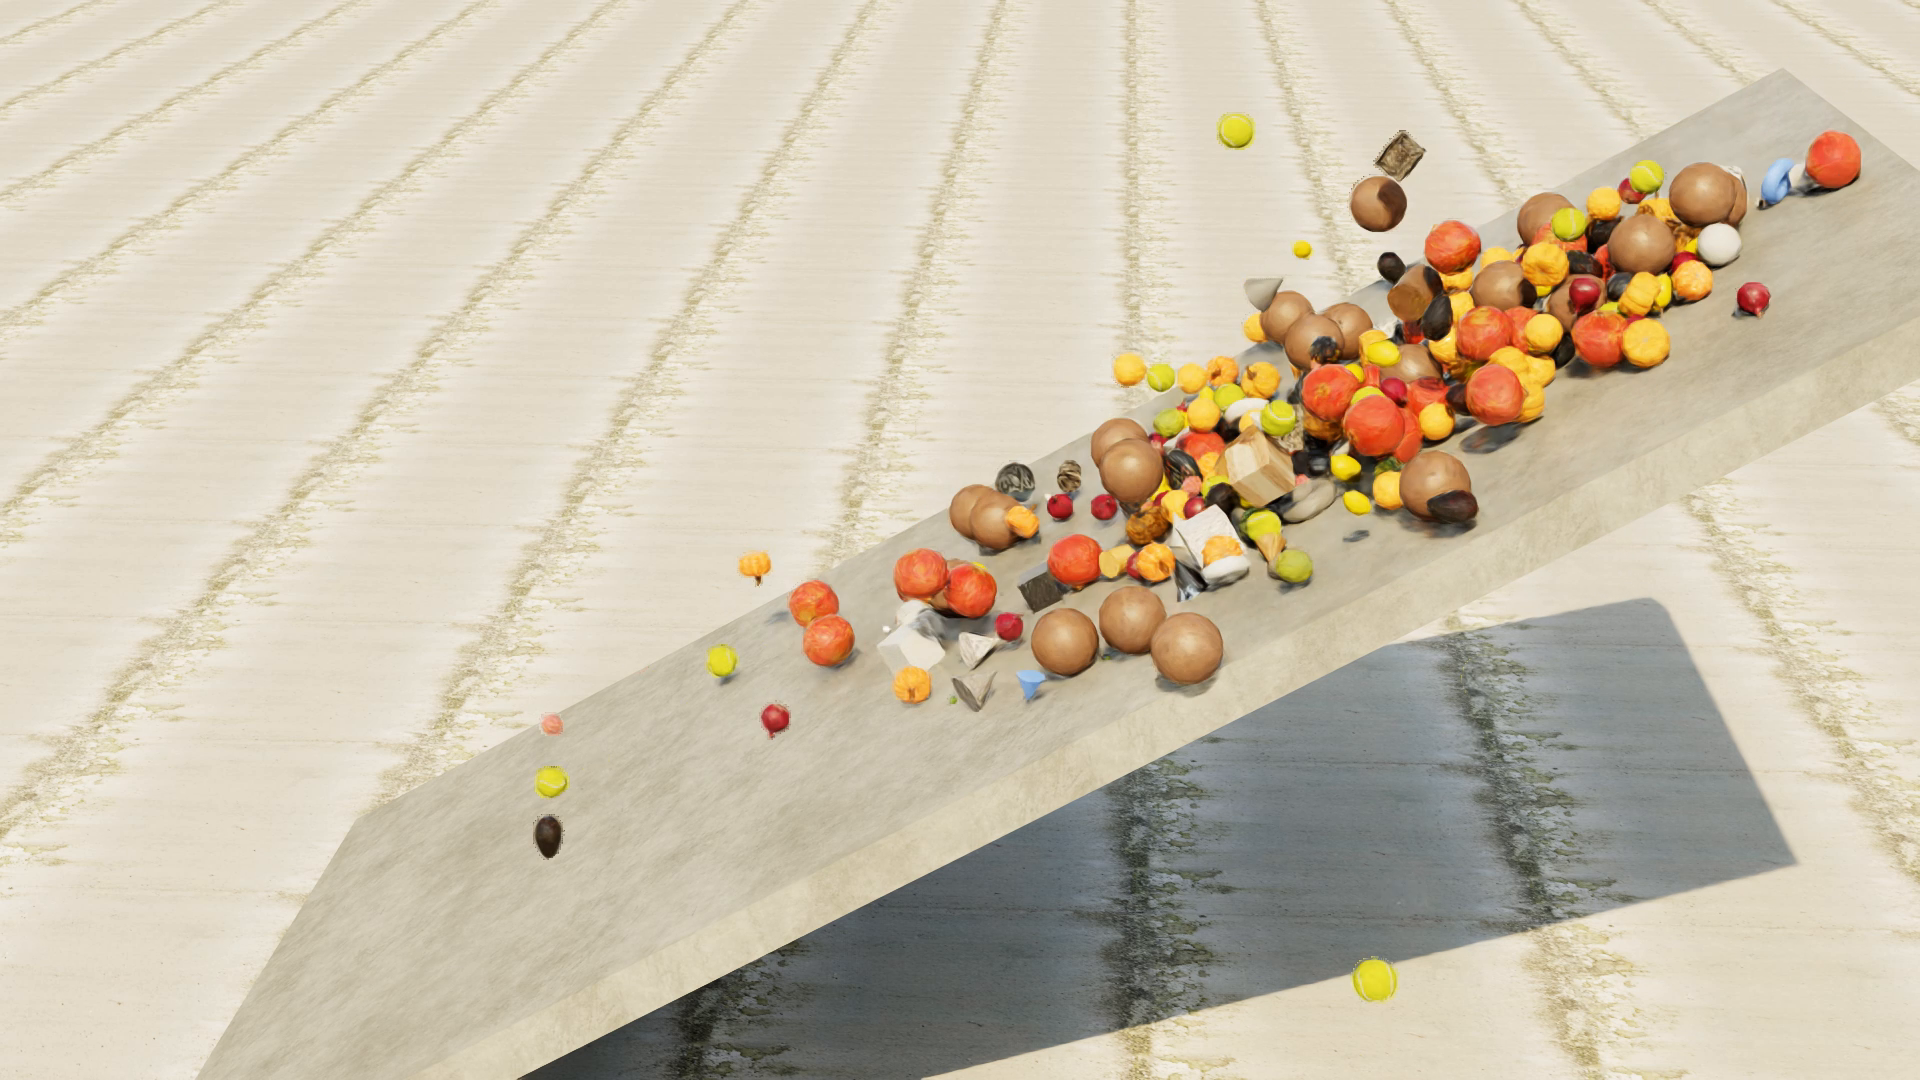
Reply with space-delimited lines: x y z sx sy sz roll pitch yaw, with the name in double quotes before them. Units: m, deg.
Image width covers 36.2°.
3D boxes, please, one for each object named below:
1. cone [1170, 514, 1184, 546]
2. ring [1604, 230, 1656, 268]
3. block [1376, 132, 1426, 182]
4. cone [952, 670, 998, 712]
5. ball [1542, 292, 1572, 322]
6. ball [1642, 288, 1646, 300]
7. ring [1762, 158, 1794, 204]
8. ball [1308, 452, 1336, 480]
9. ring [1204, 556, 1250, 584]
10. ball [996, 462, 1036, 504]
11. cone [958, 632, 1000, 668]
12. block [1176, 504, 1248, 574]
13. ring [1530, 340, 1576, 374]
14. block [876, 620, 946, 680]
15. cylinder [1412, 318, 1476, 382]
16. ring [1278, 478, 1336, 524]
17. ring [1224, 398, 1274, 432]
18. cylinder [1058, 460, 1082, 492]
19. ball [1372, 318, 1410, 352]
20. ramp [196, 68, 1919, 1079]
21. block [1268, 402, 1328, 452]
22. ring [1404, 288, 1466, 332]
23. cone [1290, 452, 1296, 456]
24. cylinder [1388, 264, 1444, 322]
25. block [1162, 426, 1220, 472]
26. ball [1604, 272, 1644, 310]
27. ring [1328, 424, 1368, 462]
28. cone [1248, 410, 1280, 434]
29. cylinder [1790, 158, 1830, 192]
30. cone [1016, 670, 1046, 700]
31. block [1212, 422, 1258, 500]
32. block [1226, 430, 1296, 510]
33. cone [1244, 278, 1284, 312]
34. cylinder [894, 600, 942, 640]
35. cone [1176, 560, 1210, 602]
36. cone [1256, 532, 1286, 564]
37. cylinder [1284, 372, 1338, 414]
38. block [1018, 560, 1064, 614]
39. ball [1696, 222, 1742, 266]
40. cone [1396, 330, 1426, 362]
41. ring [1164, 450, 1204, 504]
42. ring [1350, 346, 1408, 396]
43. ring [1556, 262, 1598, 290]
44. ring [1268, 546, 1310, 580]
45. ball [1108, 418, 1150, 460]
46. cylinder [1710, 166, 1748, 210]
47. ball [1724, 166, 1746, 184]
"cone" 0.447 -0.029 5.989 0.062 0.062 0.062 -20 23 9
"ring" 1.388 -0.604 6.098 0.116 0.039 0.116 -33 9 6
"block" 0.981 -0.851 6.540 0.068 0.068 0.068 40 38 8
"cone" 0.042 0.278 5.733 0.083 0.083 0.083 -37 32 -19
"ball" 1.215 -0.475 5.983 0.059 0.059 0.059 0 18 0
"ball" 1.331 -0.492 5.823 0.052 0.052 0.052 0 18 0
"ring" 1.644 -0.722 5.910 0.032 0.097 0.097 29 32 32
"ball" 0.721 -0.146 5.865 0.056 0.056 0.056 0 18 0
"ring" 0.507 0.057 5.591 0.094 0.031 0.094 -16 -16 -5
"ball" 0.127 -0.130 6.703 0.093 0.093 0.093 0 18 0
"cone" 0.050 0.214 6.001 0.078 0.078 0.078 -17 23 -21
"block" 0.492 0.001 5.755 0.093 0.093 0.093 -31 14 0
"ring" 1.159 -0.358 5.754 0.098 0.033 0.098 -30 14 8
"block" -0.103 0.232 6.176 0.086 0.086 0.086 -39 17 -31
"cylinder" 0.991 -0.388 6.019 0.092 0.092 0.092 37 21 -17
"ring" 0.678 -0.076 5.749 0.126 0.042 0.126 -28 16 9
"ring" 0.618 -0.265 6.258 0.111 0.111 0.037 -3 63 -2
"cylinder" 0.250 -0.146 6.697 0.054 0.054 0.054 1 26 4
"ball" 0.934 -0.435 6.355 0.088 0.088 0.088 0 18 0
"ramp" 0.142 0.167 6.283 4.000 0.100 2.000 -28 15 12
"block" 0.682 -0.227 5.938 0.092 0.092 0.092 -6 2 20
"ring" 1.043 -0.505 6.450 0.147 0.049 0.147 -29 12 7
"cone" 0.695 -0.215 6.126 0.058 0.058 0.058 -47 38 -17
"cylinder" 0.950 -0.515 6.130 0.088 0.088 0.088 11 38 31
"block" 0.506 -0.195 6.423 0.077 0.077 0.077 -36 15 -21
"ball" 1.287 -0.483 5.699 0.075 0.075 0.075 0 18 0
"ring" 0.767 -0.192 5.814 0.033 0.098 0.098 46 29 5
"cone" 0.580 -0.235 5.704 0.057 0.057 0.057 22 6 -31
"cylinder" 1.699 -0.729 5.883 0.055 0.055 0.055 -15 2 -39
"cone" 0.131 0.281 5.554 0.054 0.054 0.054 6 22 -2
"block" 0.594 -0.161 6.040 0.096 0.096 0.096 44 29 -6
"block" 0.577 -0.136 5.648 0.091 0.091 0.091 -29 42 26
"cone" 0.689 -0.563 6.520 0.083 0.083 0.083 -32 -5 39
"cylinder" -0.089 0.182 6.308 0.090 0.090 0.090 -3 10 -10
"cone" 0.434 0.067 5.680 0.076 0.076 0.076 -29 14 8
"cone" 0.592 0.028 5.597 0.059 0.059 0.059 1 49 4
"cylinder" 0.738 -0.298 6.191 0.083 0.083 0.083 28 2 -1
"block" 0.168 0.098 6.119 0.069 0.069 0.069 -28 14 12
"ball" 1.481 -0.576 5.741 0.085 0.085 0.085 0 18 0
"cone" 0.973 -0.411 6.311 0.068 0.068 0.068 4 -6 12
"ring" 0.473 -0.134 6.202 0.041 0.123 0.123 -26 27 -19
"ring" 0.889 -0.356 6.228 0.135 0.045 0.135 -30 26 16
"ring" 1.290 -0.551 6.149 0.093 0.031 0.093 -26 12 6
"ring" 0.614 0.043 5.499 0.087 0.029 0.087 -29 15 9
"ball" 0.386 -0.234 6.755 0.096 0.096 0.096 0 18 0
"cylinder" 1.577 -0.720 6.026 0.065 0.065 0.065 -18 35 13
"ball" 1.598 -0.744 6.112 0.067 0.067 0.067 0 18 0
